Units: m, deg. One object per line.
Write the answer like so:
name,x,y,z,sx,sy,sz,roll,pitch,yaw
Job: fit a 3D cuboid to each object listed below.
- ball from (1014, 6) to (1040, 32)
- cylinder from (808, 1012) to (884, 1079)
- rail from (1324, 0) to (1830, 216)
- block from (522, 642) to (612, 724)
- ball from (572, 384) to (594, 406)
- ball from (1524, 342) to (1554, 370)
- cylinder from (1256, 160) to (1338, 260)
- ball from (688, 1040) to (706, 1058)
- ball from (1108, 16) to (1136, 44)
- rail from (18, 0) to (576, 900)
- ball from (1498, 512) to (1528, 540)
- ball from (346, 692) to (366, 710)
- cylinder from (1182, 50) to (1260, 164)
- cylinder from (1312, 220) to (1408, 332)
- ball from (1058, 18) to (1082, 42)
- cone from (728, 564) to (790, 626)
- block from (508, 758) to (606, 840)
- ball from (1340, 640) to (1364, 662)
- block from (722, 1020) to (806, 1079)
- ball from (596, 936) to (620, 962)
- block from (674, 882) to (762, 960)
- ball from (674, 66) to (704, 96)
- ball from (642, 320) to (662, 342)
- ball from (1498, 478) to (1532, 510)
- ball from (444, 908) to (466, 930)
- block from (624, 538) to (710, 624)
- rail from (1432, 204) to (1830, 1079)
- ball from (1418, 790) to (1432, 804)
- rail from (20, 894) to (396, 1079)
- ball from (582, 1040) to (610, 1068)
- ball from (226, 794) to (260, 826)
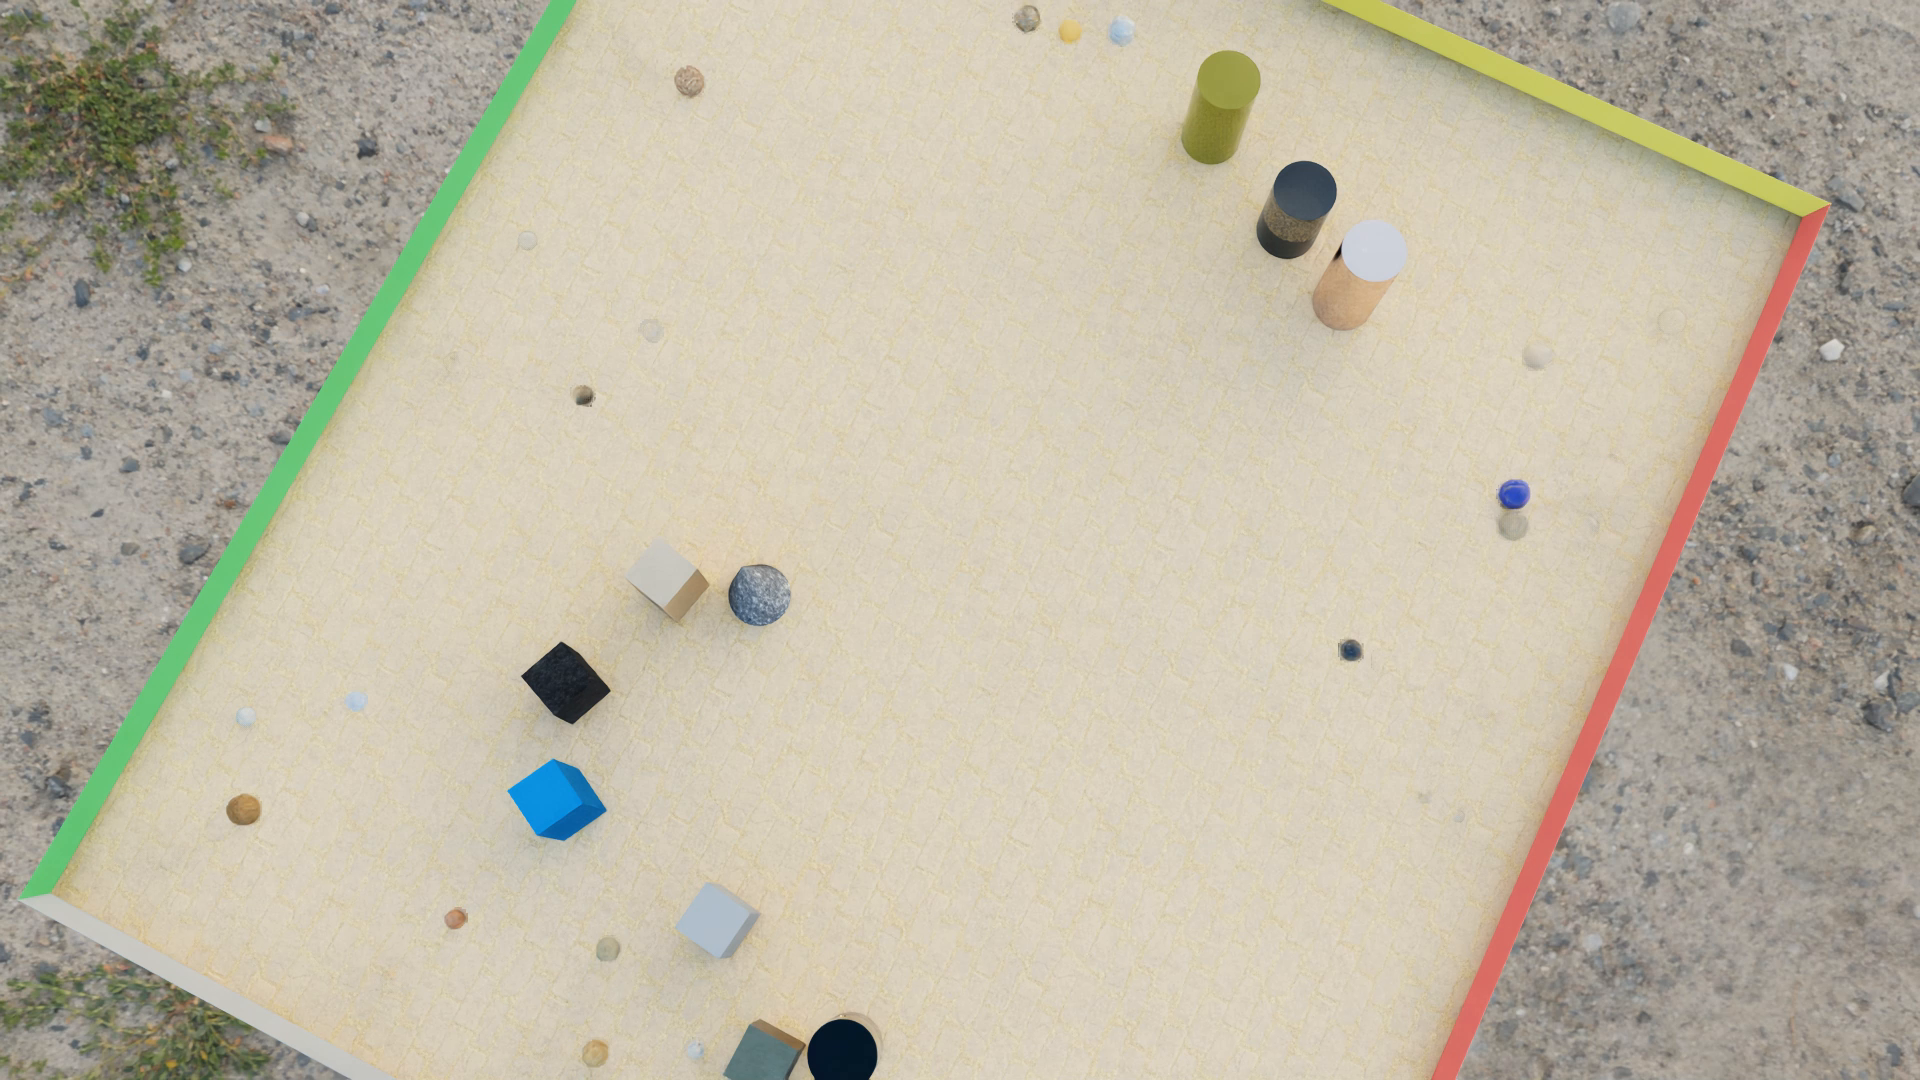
ball,0.218,-1.683,5.921,0.085,0.085,0.085,0,78,0
cylinder,-0.317,1.428,5.128,0.191,0.379,0.191,0,78,0
rail,0.958,-1.870,5.939,3.902,0.124,0.045,26,80,5
block,-1.158,0.423,5.400,0.153,0.252,0.153,-41,81,-8
ball,-1.167,-0.448,5.675,0.068,0.068,0.068,0,78,0
ball,1.796,-0.571,5.690,0.088,0.088,0.088,0,78,0
cylinder,1.036,-1.016,5.659,0.191,0.329,0.191,0,78,0
ball,-0.761,1.470,5.286,0.053,0.053,0.053,0,78,0
ball,0.522,-1.645,5.911,0.090,0.090,0.090,0,78,0
rail,-1.724,-0.837,5.725,0.045,0.124,4.332,26,80,5
ball,1.683,-0.042,5.580,0.089,0.089,0.089,0,78,0
ball,-1.810,0.482,5.487,0.059,0.059,0.059,0,78,0
cylinder,0.805,-1.336,5.684,0.191,0.409,0.191,0,78,0
cylinder,1.204,-0.795,5.548,0.191,0.456,0.191,0,78,0
ball,0.356,-1.645,5.919,0.075,0.075,0.075,0,78,0
cone,-0.610,0.121,5.355,0.191,0.463,0.191,0,78,0
block,-1.156,0.752,5.278,0.153,0.359,0.153,-35,80,-7
ball,1.177,0.333,5.512,0.069,0.069,0.069,0,78,0
block,-0.548,1.464,5.169,0.153,0.282,0.153,27,80,5
ball,-1.025,1.191,5.333,0.072,0.072,0.072,0,78,0
block,-0.690,1.089,5.245,0.153,0.286,0.153,34,80,7
ball,-0.867,-1.470,5.872,0.095,0.095,0.095,0,78,0
ball,-0.963,-0.652,5.719,0.064,0.064,0.064,0,78,0
ball,1.696,-0.140,5.597,0.095,0.095,0.095,0,78,0
ball,-1.475,1.109,5.356,0.060,0.060,0.060,0,78,0
block,-0.869,0.121,5.453,0.153,0.271,0.153,38,81,7
rail,1.724,0.851,5.376,0.045,0.124,4.332,26,80,5
ball,1.380,0.764,5.438,0.041,0.041,0.041,0,78,0
rail,-0.958,1.883,5.163,3.902,0.124,0.045,26,80,5
ball,-1.048,1.478,5.271,0.078,0.078,0.078,0,78,0
ball,-2.113,0.796,5.404,0.094,0.094,0.094,0,78,0
